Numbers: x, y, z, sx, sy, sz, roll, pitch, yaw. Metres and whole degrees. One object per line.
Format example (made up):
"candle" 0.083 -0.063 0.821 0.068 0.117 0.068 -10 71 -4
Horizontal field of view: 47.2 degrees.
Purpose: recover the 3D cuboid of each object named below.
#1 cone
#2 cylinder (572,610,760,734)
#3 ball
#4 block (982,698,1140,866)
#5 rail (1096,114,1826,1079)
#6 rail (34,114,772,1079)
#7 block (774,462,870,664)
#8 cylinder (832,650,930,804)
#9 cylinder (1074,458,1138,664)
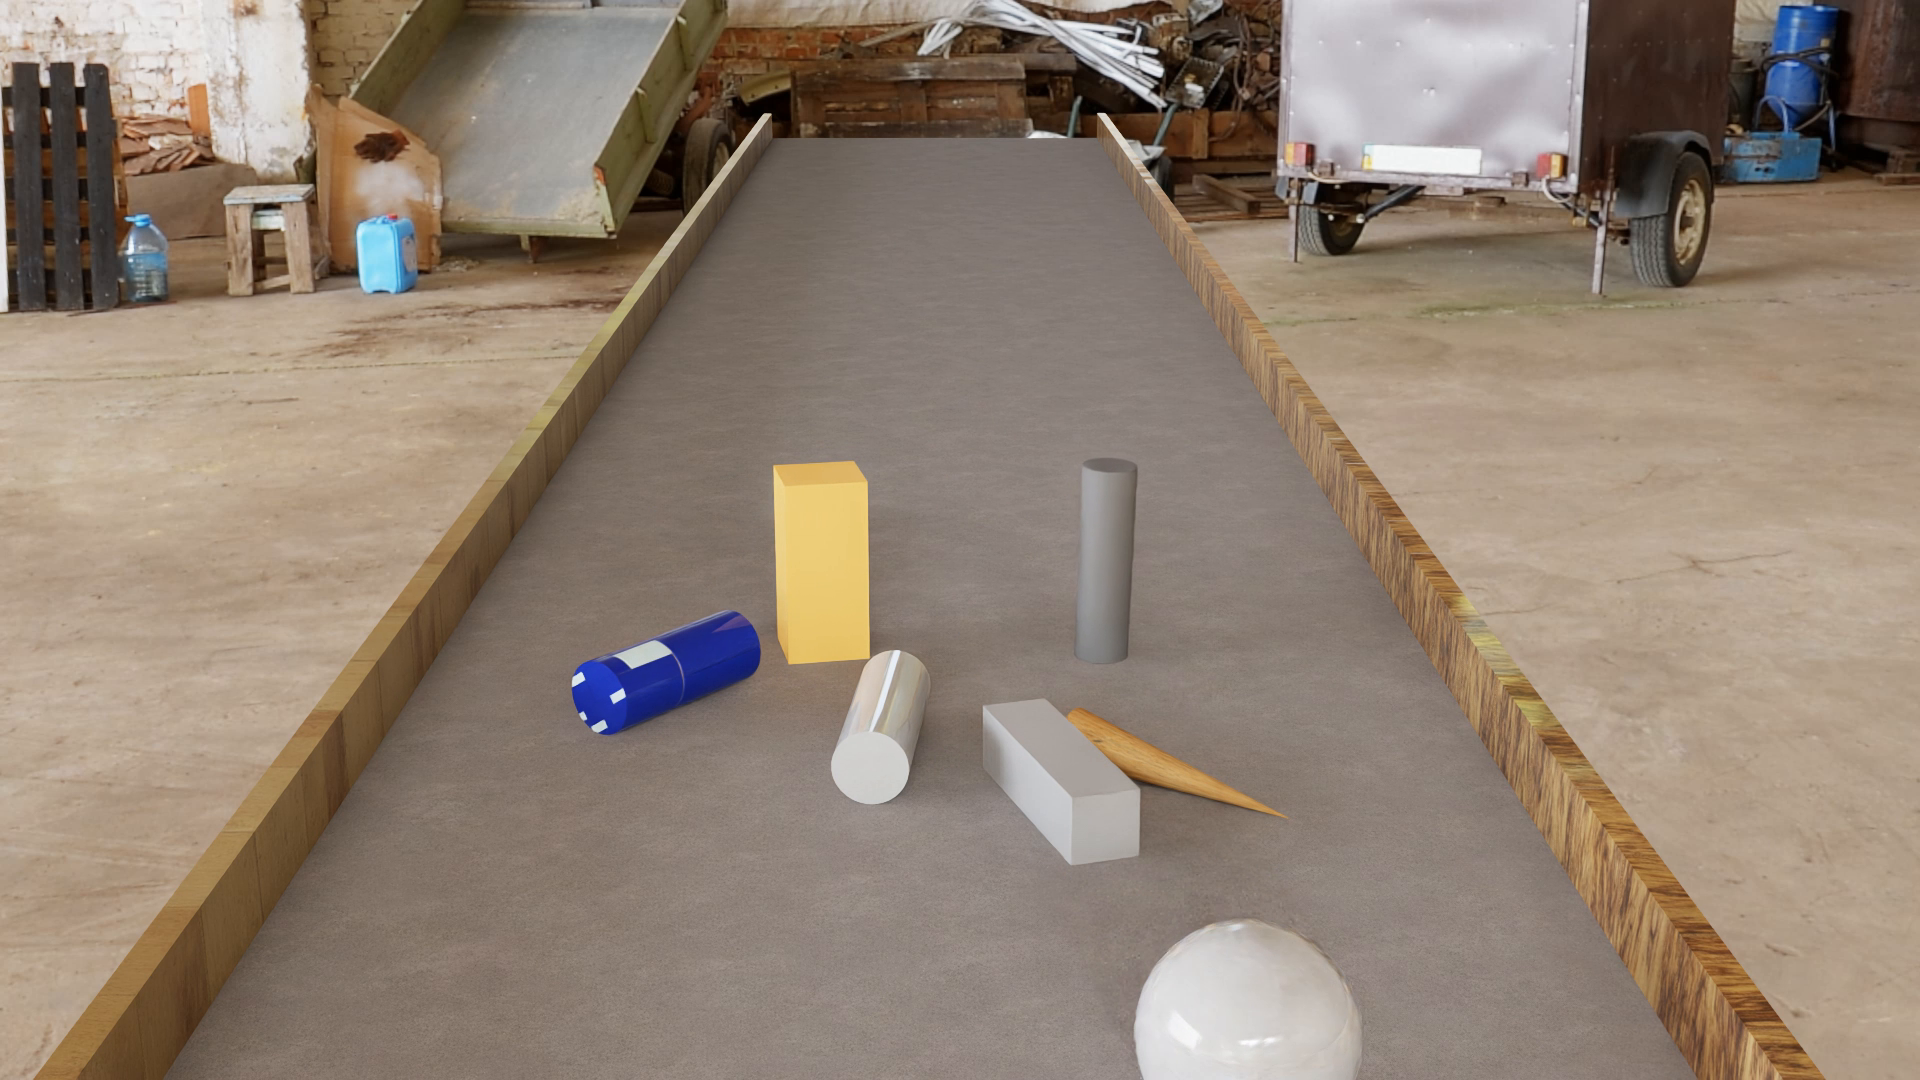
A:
"cone" 0.376 0.405 3.776 0.440 0.101 0.101 19 24 32
"cylinder" -0.550 0.246 4.152 0.141 0.141 0.366 12 20 35
"ball" 0.354 0.606 2.699 0.279 0.279 0.279 0 17 0
"block" 0.163 0.398 3.685 0.116 0.116 0.428 -5 17 -18
"rail" 0.932 -0.844 7.801 0.050 0.150 12.000 0 17 -1
"rail" -1.118 -0.838 7.780 0.050 0.150 12.000 0 17 -1
"block" -0.279 0.044 4.432 0.164 0.368 0.164 -4 17 -12
"cylinder" -0.136 0.326 3.900 0.132 0.132 0.409 1 17 4
"cylinder" 0.290 0.042 4.384 0.109 0.397 0.109 2 17 0
